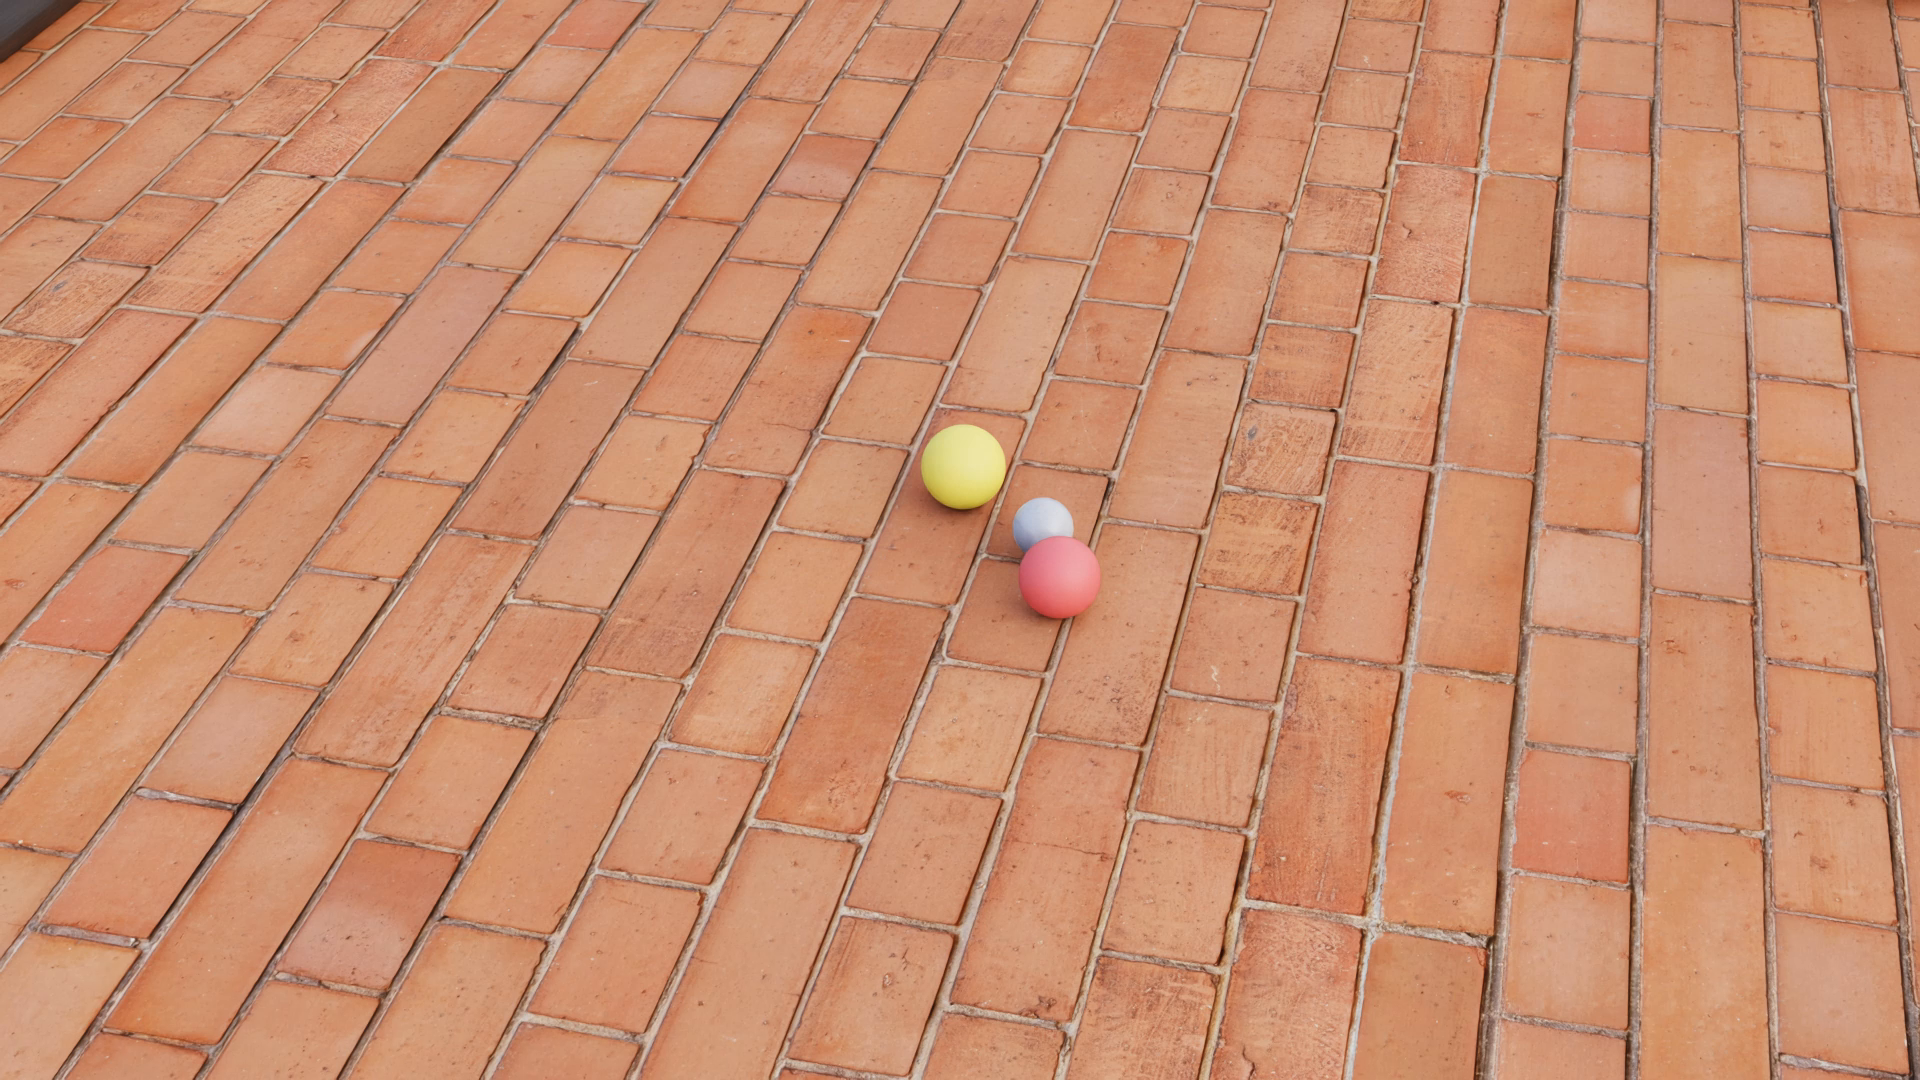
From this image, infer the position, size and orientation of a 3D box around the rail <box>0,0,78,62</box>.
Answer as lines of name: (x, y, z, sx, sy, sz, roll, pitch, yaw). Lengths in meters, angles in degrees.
rail: (-1.053, -0.157, 1.981, 0.045, 0.092, 2.453, 8, 36, 11)

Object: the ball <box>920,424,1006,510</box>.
ball: (0.003, -0.053, 1.860, 0.062, 0.062, 0.062, 0, 35, 0)

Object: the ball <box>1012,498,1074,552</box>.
ball: (0.059, -0.008, 1.812, 0.044, 0.044, 0.044, 0, 35, 0)

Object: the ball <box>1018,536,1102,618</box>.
ball: (0.068, 0.025, 1.752, 0.057, 0.057, 0.057, 0, 35, 0)
